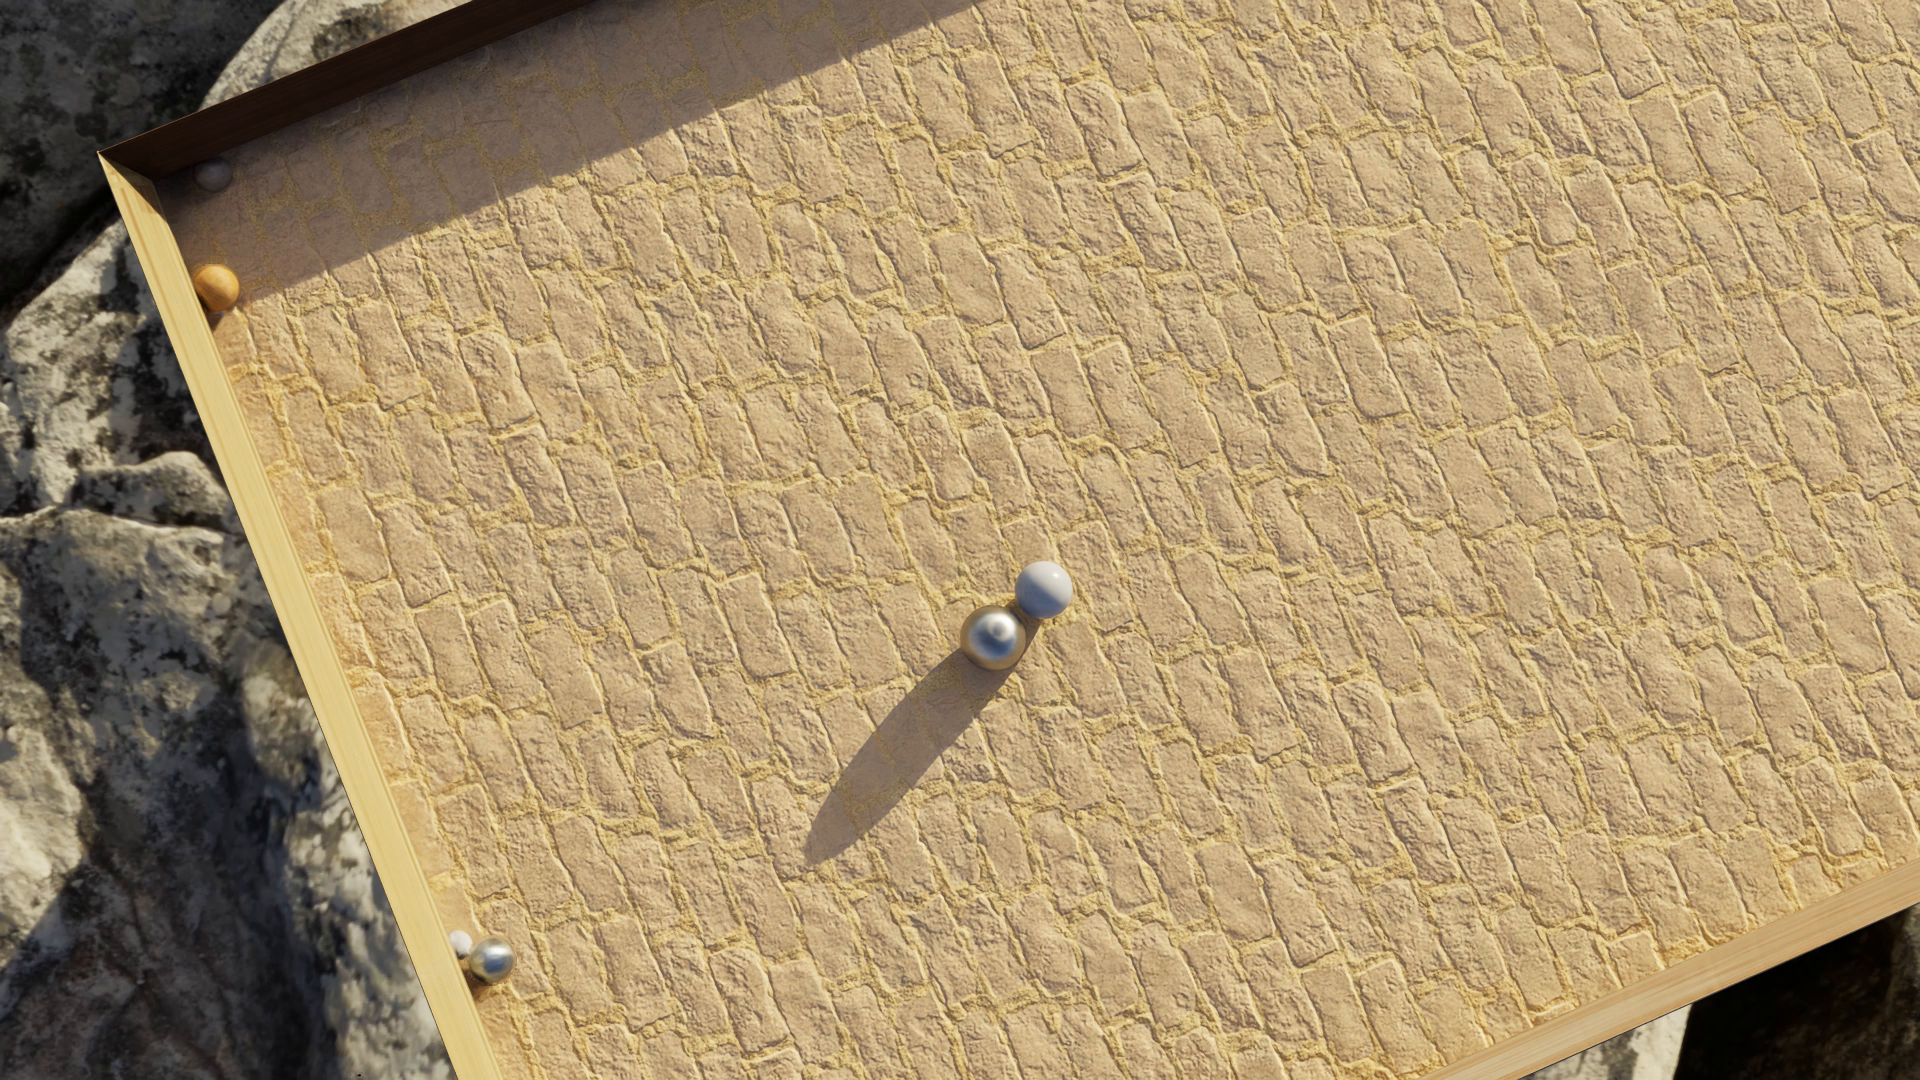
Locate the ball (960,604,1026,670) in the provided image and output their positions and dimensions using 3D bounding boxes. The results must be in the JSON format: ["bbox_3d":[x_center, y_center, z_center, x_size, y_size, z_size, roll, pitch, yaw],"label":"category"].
[{"bbox_3d":[0.048,0.143,3.226,0.098,0.098,0.098,0,83,0],"label":"ball"}]

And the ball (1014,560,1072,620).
[{"bbox_3d":[0.123,0.074,3.240,0.087,0.087,0.087,0,83,0],"label":"ball"}]

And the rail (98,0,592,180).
[{"bbox_3d":[0.484,-1.279,3.384,3.796,0.127,0.045,-23,84,-3],"label":"rail"}]

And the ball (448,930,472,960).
[{"bbox_3d":[-0.731,0.590,3.200,0.043,0.043,0.043,0,83,0],"label":"ball"}]

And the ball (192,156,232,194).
[{"bbox_3d":[-1.134,-0.554,3.332,0.056,0.056,0.056,0,83,0],"label":"ball"}]

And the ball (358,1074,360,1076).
[{"bbox_3d":[-17.900,15.926,65.474,0.084,0.084,0.084,0,83,0],"label":"ball"}]

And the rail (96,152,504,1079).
[{"bbox_3d":[-0.851,0.356,3.185,0.045,0.127,2.033,-23,84,-3],"label":"rail"}]

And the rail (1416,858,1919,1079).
[{"bbox_3d":[1.262,0.534,3.163,3.796,0.127,0.045,-23,84,-3],"label":"rail"}]

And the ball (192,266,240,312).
[{"bbox_3d":[-1.118,-0.378,3.305,0.068,0.068,0.068,0,83,0],"label":"ball"}]

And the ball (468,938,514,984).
[{"bbox_3d":[-0.679,0.610,3.186,0.065,0.065,0.065,0,83,0],"label":"ball"}]
